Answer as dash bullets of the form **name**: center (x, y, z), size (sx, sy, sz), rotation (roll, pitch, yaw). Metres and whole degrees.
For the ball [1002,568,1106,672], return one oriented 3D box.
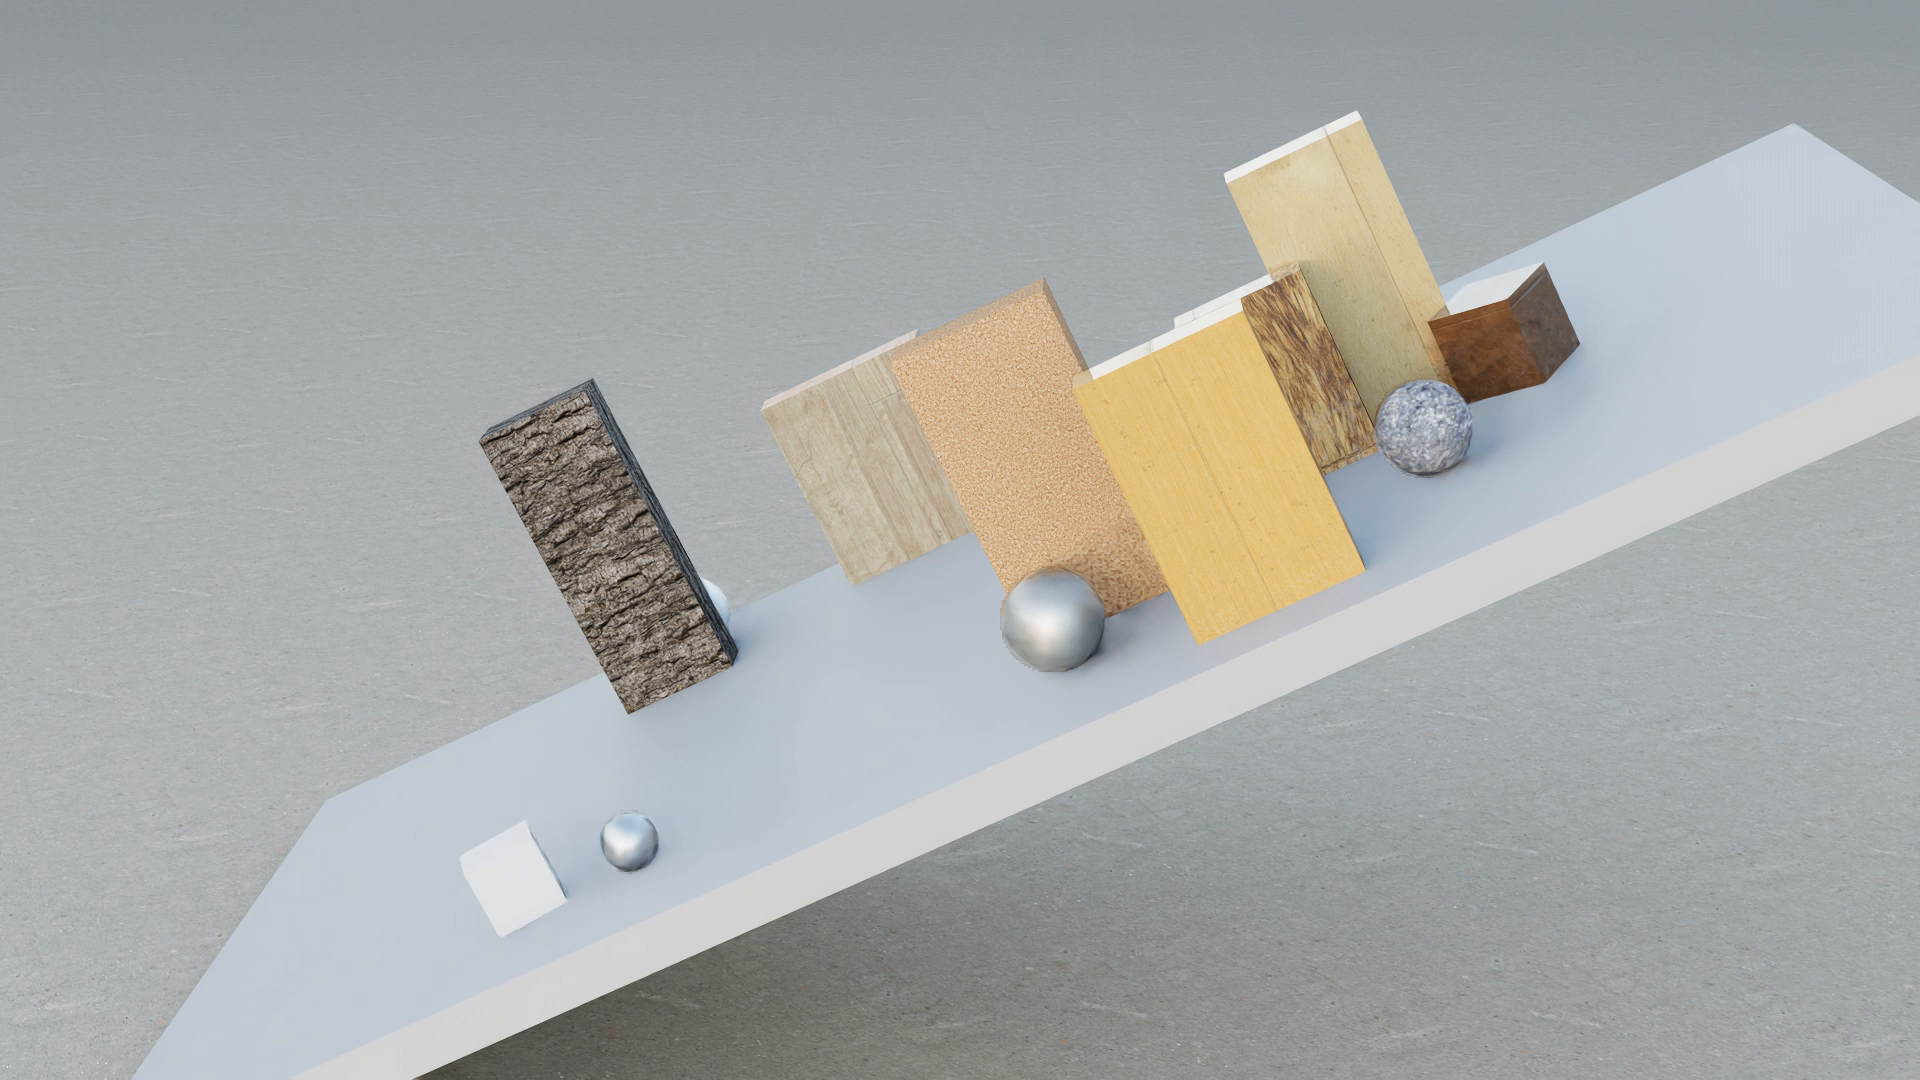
- **ball**: center (0.179, 0.152, 5.620), size (0.197, 0.197, 0.197), rotation (0, 16, 0)

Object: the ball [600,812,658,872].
- **ball**: center (-0.645, 0.588, 5.732), size (0.115, 0.115, 0.115), rotation (0, 16, 0)

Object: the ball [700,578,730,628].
- **ball**: center (-0.649, 0.181, 7.124), size (0.182, 0.182, 0.182), rotation (0, 16, 0)

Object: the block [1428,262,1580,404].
- **block**: center (1.112, -0.423, 6.010), size (0.191, 0.191, 0.191), rotation (-15, 18, 41)

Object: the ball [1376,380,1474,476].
- **ball**: center (0.894, -0.216, 5.662), size (0.185, 0.185, 0.185), rotation (0, 16, 0)

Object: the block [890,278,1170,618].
- **block**: center (0.157, -0.148, 5.808), size (0.331, 0.650, 0.131), rotation (-25, 14, 9)

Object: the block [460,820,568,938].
- **block**: center (-0.883, 0.669, 5.810), size (0.148, 0.148, 0.148), rotation (-29, 13, -8)

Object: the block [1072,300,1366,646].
- **block**: center (0.472, -0.121, 5.356), size (0.335, 0.534, 0.104), rotation (-25, 14, 9)

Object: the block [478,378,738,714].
- **block**: center (-0.814, 0.018, 6.857), size (0.277, 0.735, 0.123), rotation (-25, 14, 9)

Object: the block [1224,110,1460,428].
- **block**: center (0.816, -0.541, 6.107), size (0.301, 0.613, 0.125), rotation (-25, 14, 9)

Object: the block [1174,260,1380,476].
- **block**: center (0.653, -0.321, 6.030), size (0.276, 0.411, 0.099), rotation (-25, 14, 9)

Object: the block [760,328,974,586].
- **block**: center (-0.180, -0.194, 6.995), size (0.407, 0.479, 0.103), rotation (-25, 14, 9)

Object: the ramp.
- **ramp**: center (0.138, 0.168, 6.281), size (4.000, 0.100, 2.000), rotation (-25, 14, 9)
